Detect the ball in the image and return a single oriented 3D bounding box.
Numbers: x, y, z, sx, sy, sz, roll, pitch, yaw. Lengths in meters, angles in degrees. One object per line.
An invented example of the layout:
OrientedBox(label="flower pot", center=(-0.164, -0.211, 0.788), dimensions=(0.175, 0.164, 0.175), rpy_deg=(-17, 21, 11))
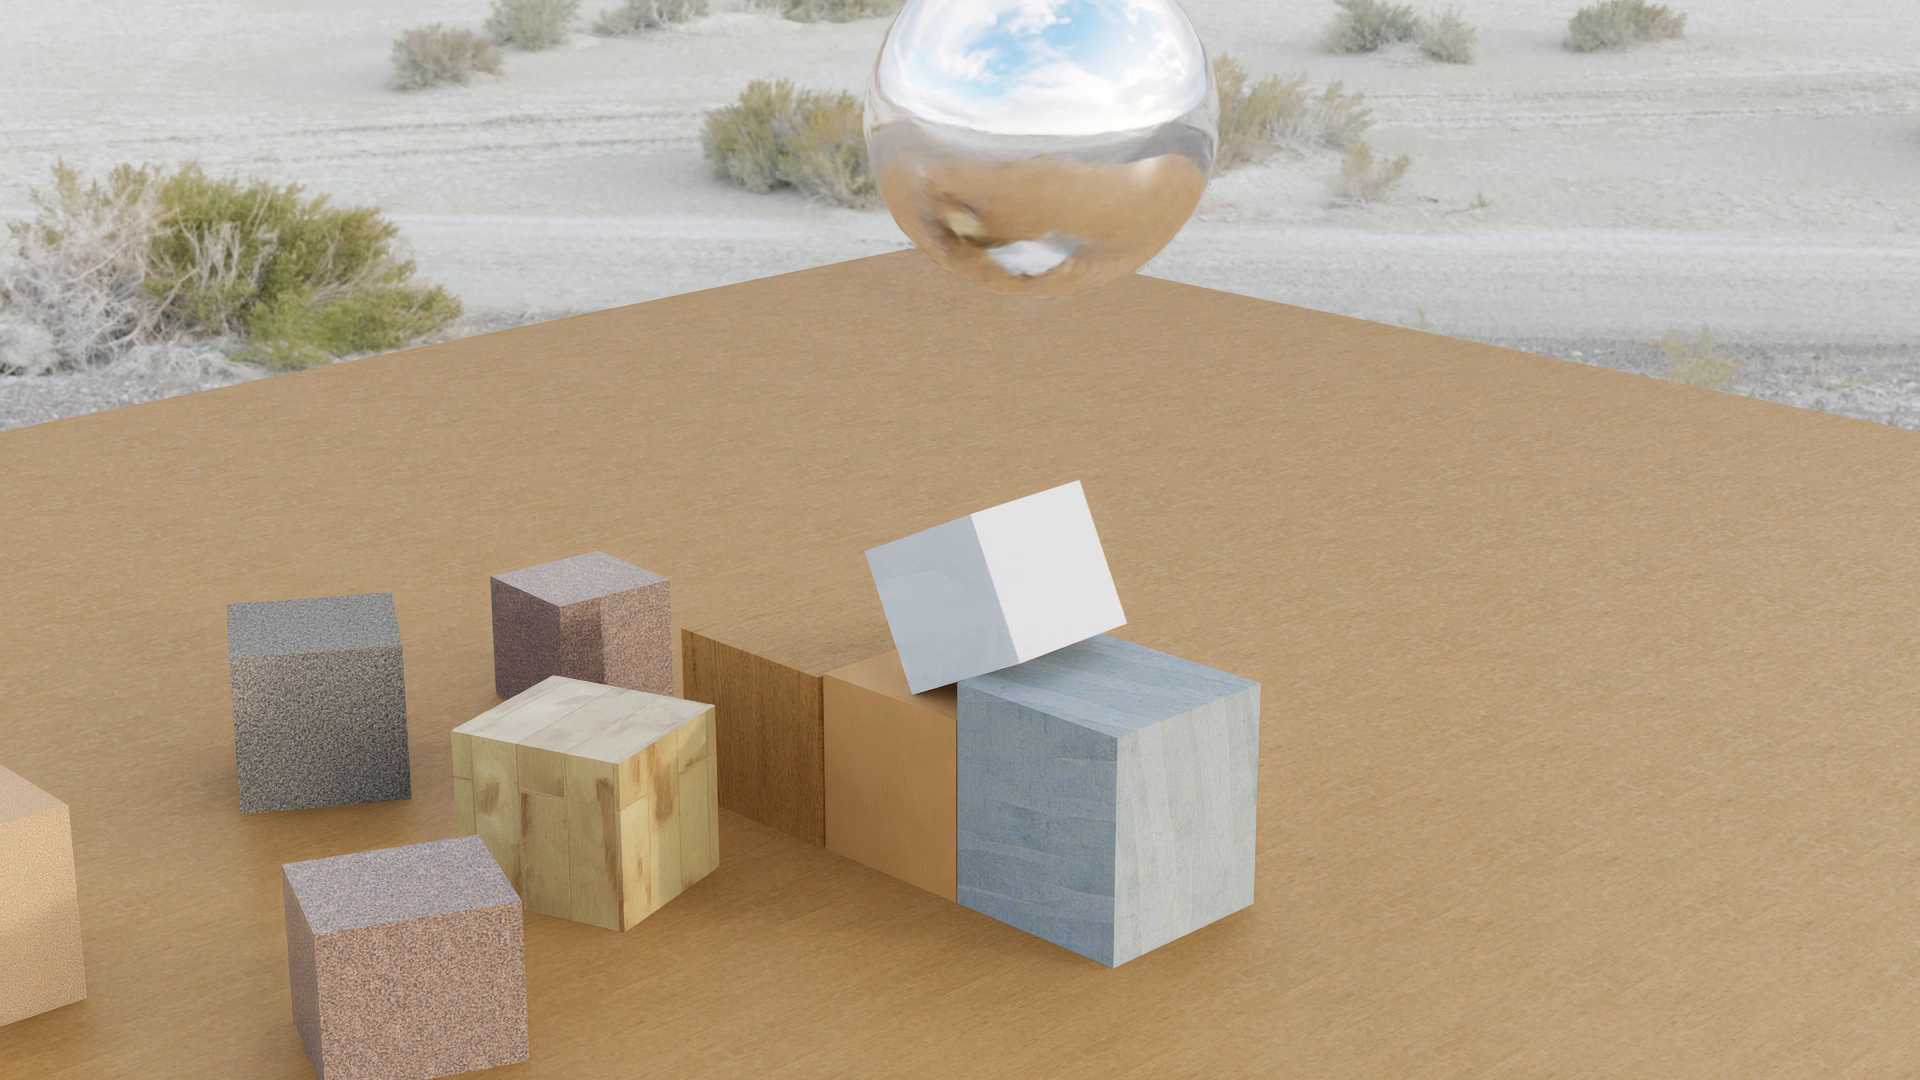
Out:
OrientedBox(label="ball", center=(0.364, -1.885, 13.131), dimensions=(1.600, 1.600, 1.600), rpy_deg=(0, 17, 0))

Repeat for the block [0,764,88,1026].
OrientedBox(label="block", center=(-4.255, 1.490, 12.155), dimensions=(0.846, 0.868, 0.877), rpy_deg=(-16, 23, -40))

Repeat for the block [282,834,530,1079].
OrientedBox(label="block", center=(-2.232, 1.697, 11.788), dimensions=(0.811, 0.695, 0.718), rpy_deg=(-7, 19, -21))

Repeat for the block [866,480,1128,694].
OrientedBox(label="block", center=(0.161, 0.213, 13.214), dimensions=(0.725, 0.681, 0.718), rpy_deg=(-18, -1, -44))

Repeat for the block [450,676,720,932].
OrientedBox(label="block", center=(-1.685, 1.177, 13.276), dimensions=(0.882, 0.794, 0.801), rpy_deg=(9, 19, 25))

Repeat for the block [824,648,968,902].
OrientedBox(label="block", center=(0.016, 1.018, 13.651), dimensions=(0.862, 0.873, 0.966), rpy_deg=(17, 24, 42))

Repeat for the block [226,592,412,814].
OrientedBox(label="block", center=(-3.174, 0.793, 14.497), dimensions=(0.812, 0.794, 0.838), rpy_deg=(-4, 18, -13))

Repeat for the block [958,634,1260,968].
OrientedBox(label="block", center=(0.653, 1.128, 13.000), dimensions=(0.935, 1.053, 0.944), rpy_deg=(-17, 24, -42))

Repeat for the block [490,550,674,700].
OrientedBox(label="block", center=(-2.008, 0.518, 15.586), dimensions=(0.689, 0.666, 0.664), rpy_deg=(-14, 22, -38))

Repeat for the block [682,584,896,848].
OrientedBox(label="block", center=(-0.660, 0.834, 14.270), dimensions=(0.959, 0.852, 0.980), rpy_deg=(-17, 24, -42))
